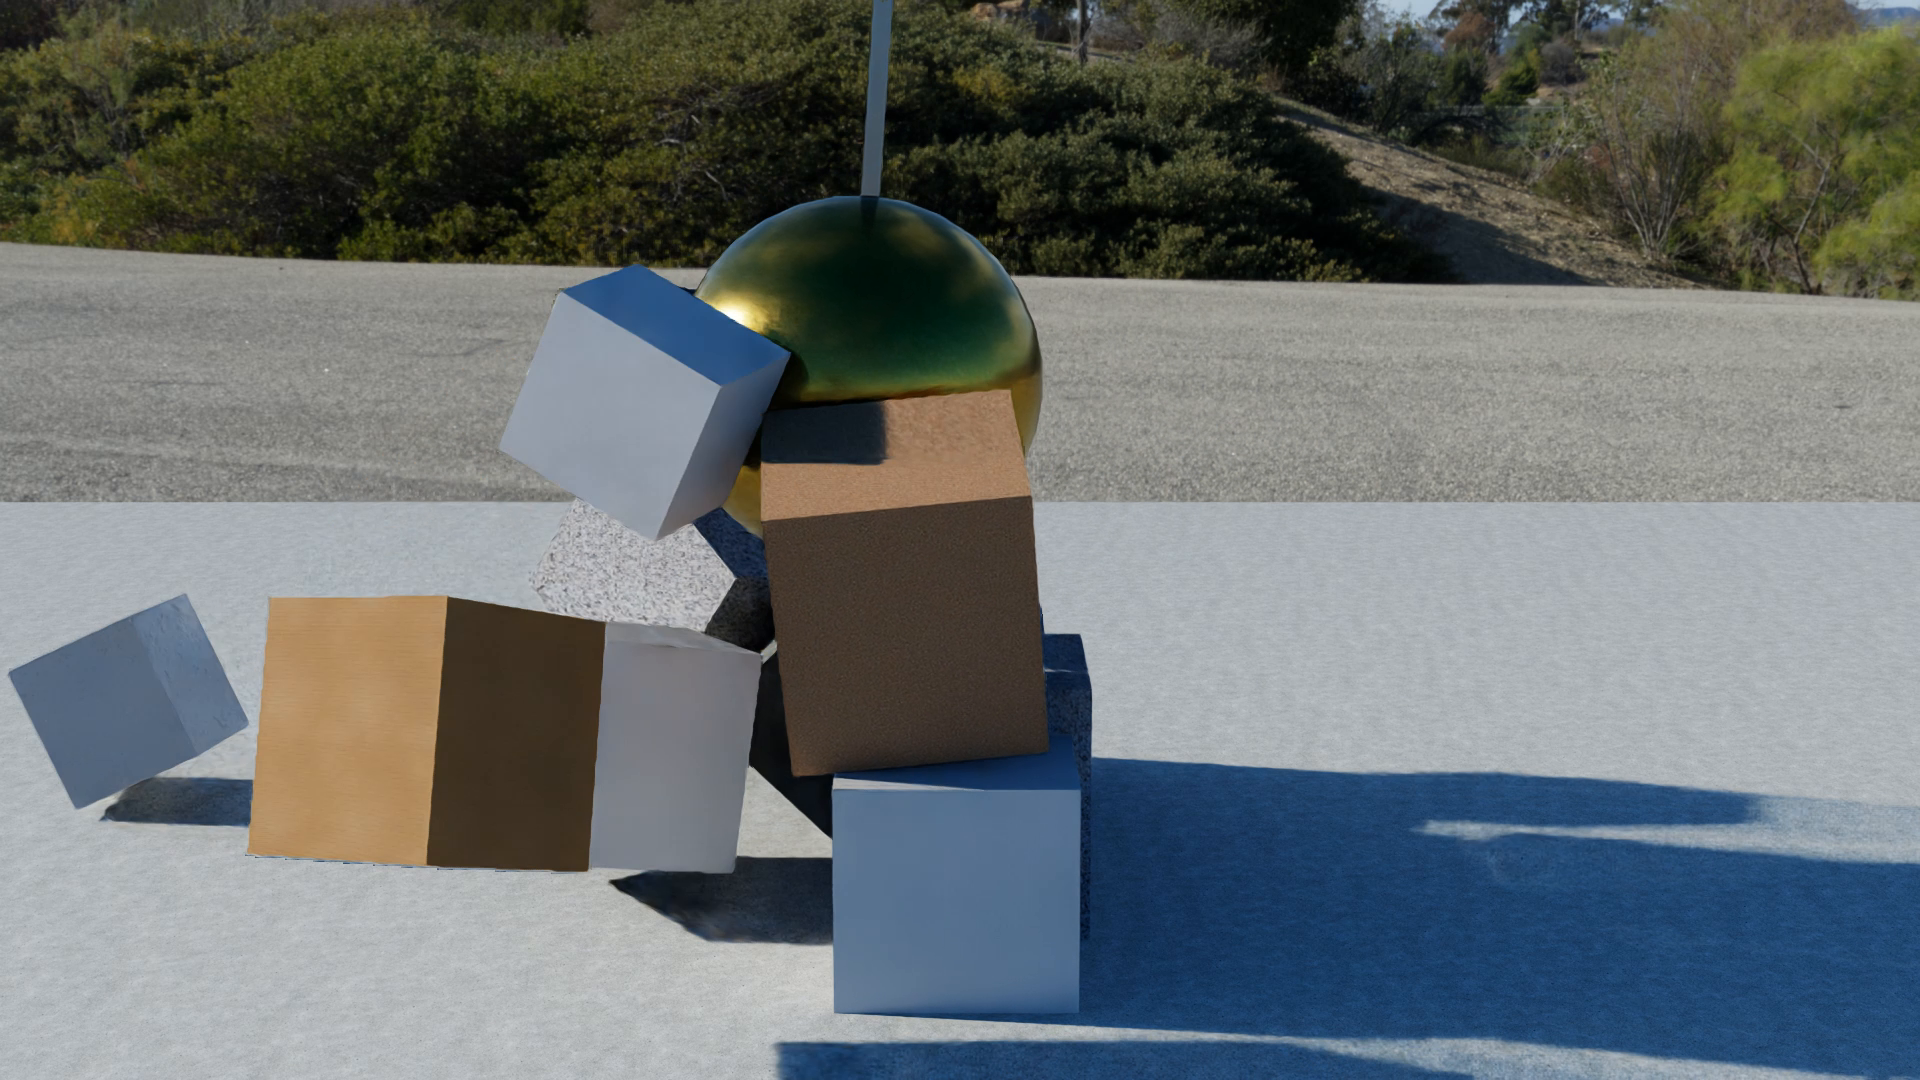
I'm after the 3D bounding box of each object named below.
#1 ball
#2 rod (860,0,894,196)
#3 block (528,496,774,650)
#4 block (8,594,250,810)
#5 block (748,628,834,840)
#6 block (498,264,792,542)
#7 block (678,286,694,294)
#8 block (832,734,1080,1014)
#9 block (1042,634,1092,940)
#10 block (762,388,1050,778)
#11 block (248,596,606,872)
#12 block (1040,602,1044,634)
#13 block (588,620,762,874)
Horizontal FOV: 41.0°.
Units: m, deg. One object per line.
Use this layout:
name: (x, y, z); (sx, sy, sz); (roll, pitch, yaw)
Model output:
ball: (-0.440, -0.680, 11.057); (1.600, 1.600, 1.600); (0, 10, 0)
rod: (-0.191, -4.017, 10.450); (0.080, 5.200, 0.080); (4, 10, -1)
block: (-1.231, 0.208, 12.646); (1.082, 0.968, 1.105); (3, 38, -49)
block: (-4.042, 0.778, 12.534); (0.654, 0.734, 0.778); (-24, 5, 5)
block: (-0.477, 0.734, 11.850); (0.930, 0.931, 0.827); (43, 8, -7)
block: (-1.242, -0.553, 10.148); (0.744, 0.715, 0.643); (31, 24, 11)
block: (-1.484, -0.805, 12.831); (0.722, 0.658, 0.604); (-21, -16, 32)
block: (-0.014, 1.288, 10.036); (0.928, 0.876, 0.816); (0, 10, 0)
block: (0.029, 1.031, 10.941); (1.008, 1.058, 1.034); (0, 10, 0)
block: (-0.221, 0.152, 9.967); (0.983, 1.096, 0.969); (-5, 27, -1)
block: (-1.857, 0.686, 8.999); (0.821, 0.887, 0.830); (-1, -8, 31)
block: (0.002, 0.812, 12.709); (0.813, 0.855, 0.822); (0, 10, 0)
block: (-1.450, 0.870, 11.094); (0.799, 0.943, 0.878); (7, 2, -27)
